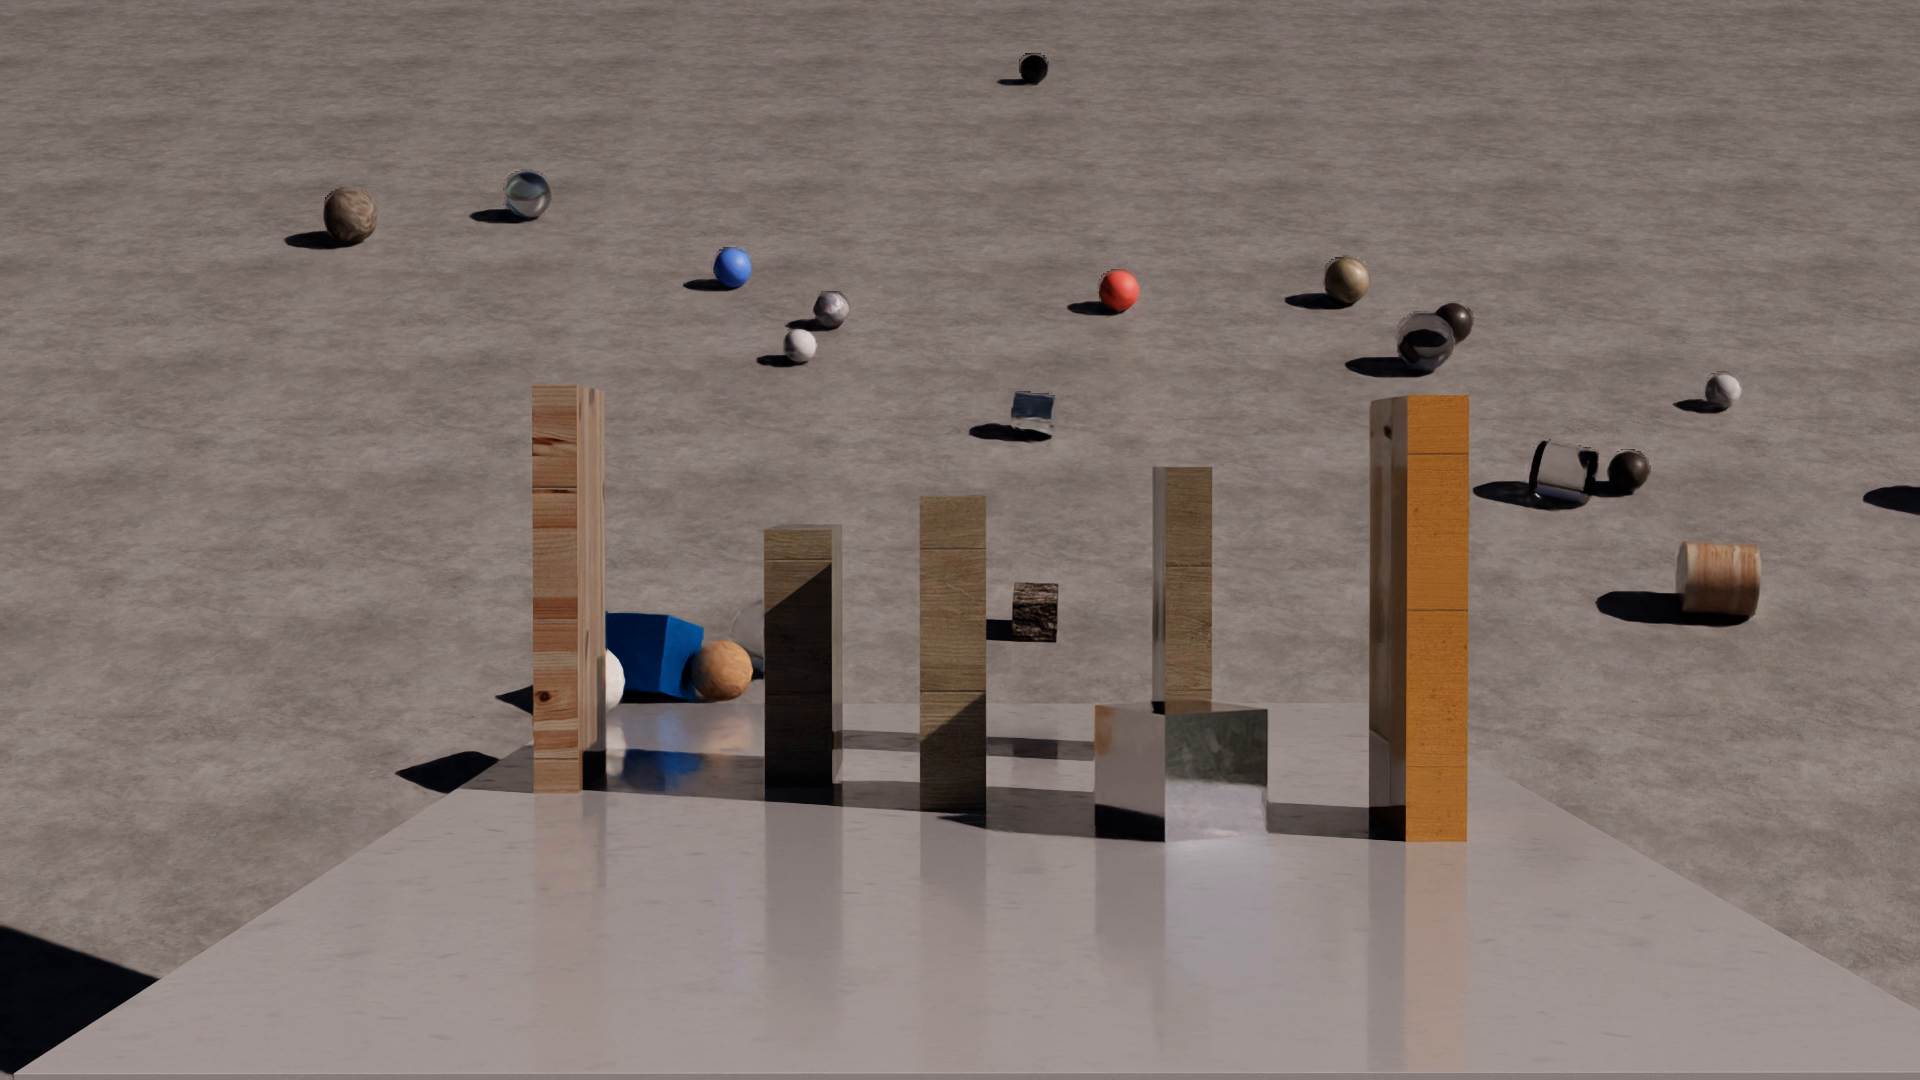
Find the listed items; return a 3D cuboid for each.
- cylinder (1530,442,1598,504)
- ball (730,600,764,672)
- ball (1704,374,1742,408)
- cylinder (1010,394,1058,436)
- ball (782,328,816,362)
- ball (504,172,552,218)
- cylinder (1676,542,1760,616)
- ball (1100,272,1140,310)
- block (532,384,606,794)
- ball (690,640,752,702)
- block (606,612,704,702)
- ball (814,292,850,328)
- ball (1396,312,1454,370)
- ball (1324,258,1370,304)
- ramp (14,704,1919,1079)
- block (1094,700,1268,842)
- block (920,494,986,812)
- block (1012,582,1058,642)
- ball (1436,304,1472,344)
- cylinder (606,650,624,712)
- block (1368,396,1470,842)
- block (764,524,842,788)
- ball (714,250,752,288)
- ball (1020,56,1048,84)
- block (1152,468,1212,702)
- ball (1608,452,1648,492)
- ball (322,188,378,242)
[{"bbox_3d":[1.849,-0.207,7.895,0.164,0.164,0.164,13,28,26],"label":"cylinder"},{"bbox_3d":[-0.520,0.255,6.888,0.191,0.191,0.191,0,25,0],"label":"ball"},{"bbox_3d":[2.533,-0.494,8.559,0.115,0.115,0.115,0,25,0],"label":"ball"},{"bbox_3d":[0.241,-0.405,8.347,0.129,0.129,0.129,7,26,10],"label":"cylinder"},{"bbox_3d":[-0.555,-0.673,8.935,0.117,0.117,0.117,0,25,0],"label":"ball"},{"bbox_3d":[-1.736,-1.385,10.359,0.185,0.185,0.185,0,25,0],"label":"ball"},{"bbox_3d":[2.112,0.109,7.189,0.197,0.197,0.197,3,26,7],"label":"cylinder"},{"bbox_3d":[0.581,-0.908,9.399,0.144,0.144,0.144,0,25,0],"label":"ball"},{"bbox_3d":[-0.745,0.086,4.930,0.083,0.752,0.375,0,2,0],"label":"block"},{"bbox_3d":[-0.616,0.338,6.662,0.159,0.159,0.159,0,25,0],"label":"ball"},{"bbox_3d":[-0.806,0.303,6.666,0.195,0.195,0.195,2,-10,23],"label":"block"},{"bbox_3d":[-0.461,-0.824,9.244,0.126,0.126,0.126,0,25,0],"label":"ball"},{"bbox_3d":[1.598,-0.681,8.855,0.200,0.200,0.200,0,25,0],"label":"ball"},{"bbox_3d":[1.420,-0.950,9.460,0.168,0.168,0.168,0,25,0],"label":"ball"},{"bbox_3d":[0.058,0.522,4.561,2.000,0.100,4.000,0,2,0],"label":"ramp"},{"bbox_3d":[0.364,0.378,4.266,0.205,0.205,0.205,-1,2,-31],"label":"block"},{"bbox_3d":[-0.012,0.195,4.632,0.116,0.550,0.265,0,2,0],"label":"block"},{"bbox_3d":[0.207,0.199,7.089,0.121,0.121,0.121,2,25,3],"label":"block"},{"bbox_3d":[1.738,-0.764,9.099,0.142,0.142,0.142,0,25,0],"label":"ball"},{"bbox_3d":[-0.927,0.345,6.272,0.156,0.156,0.156,21,14,37],"label":"cylinder"},{"bbox_3d":[0.764,0.121,4.311,0.098,0.715,0.371,0,2,0],"label":"block"},{"bbox_3d":[-0.304,0.217,5.056,0.127,0.484,0.439,0,2,0],"label":"block"},{"bbox_3d":[-0.850,-1.014,9.627,0.141,0.141,0.141,0,25,0],"label":"ball"},{"bbox_3d":[0.350,-2.228,12.201,0.132,0.132,0.132,0,25,0],"label":"ball"},{"bbox_3d":[0.461,0.149,5.367,0.094,0.601,0.346,0,2,0],"label":"block"},{"bbox_3d":[2.061,-0.211,7.951,0.123,0.123,0.123,0,25,0],"label":"ball"},{"bbox_3d":[-2.384,-1.268,10.083,0.209,0.209,0.209,0,25,0],"label":"ball"}]
